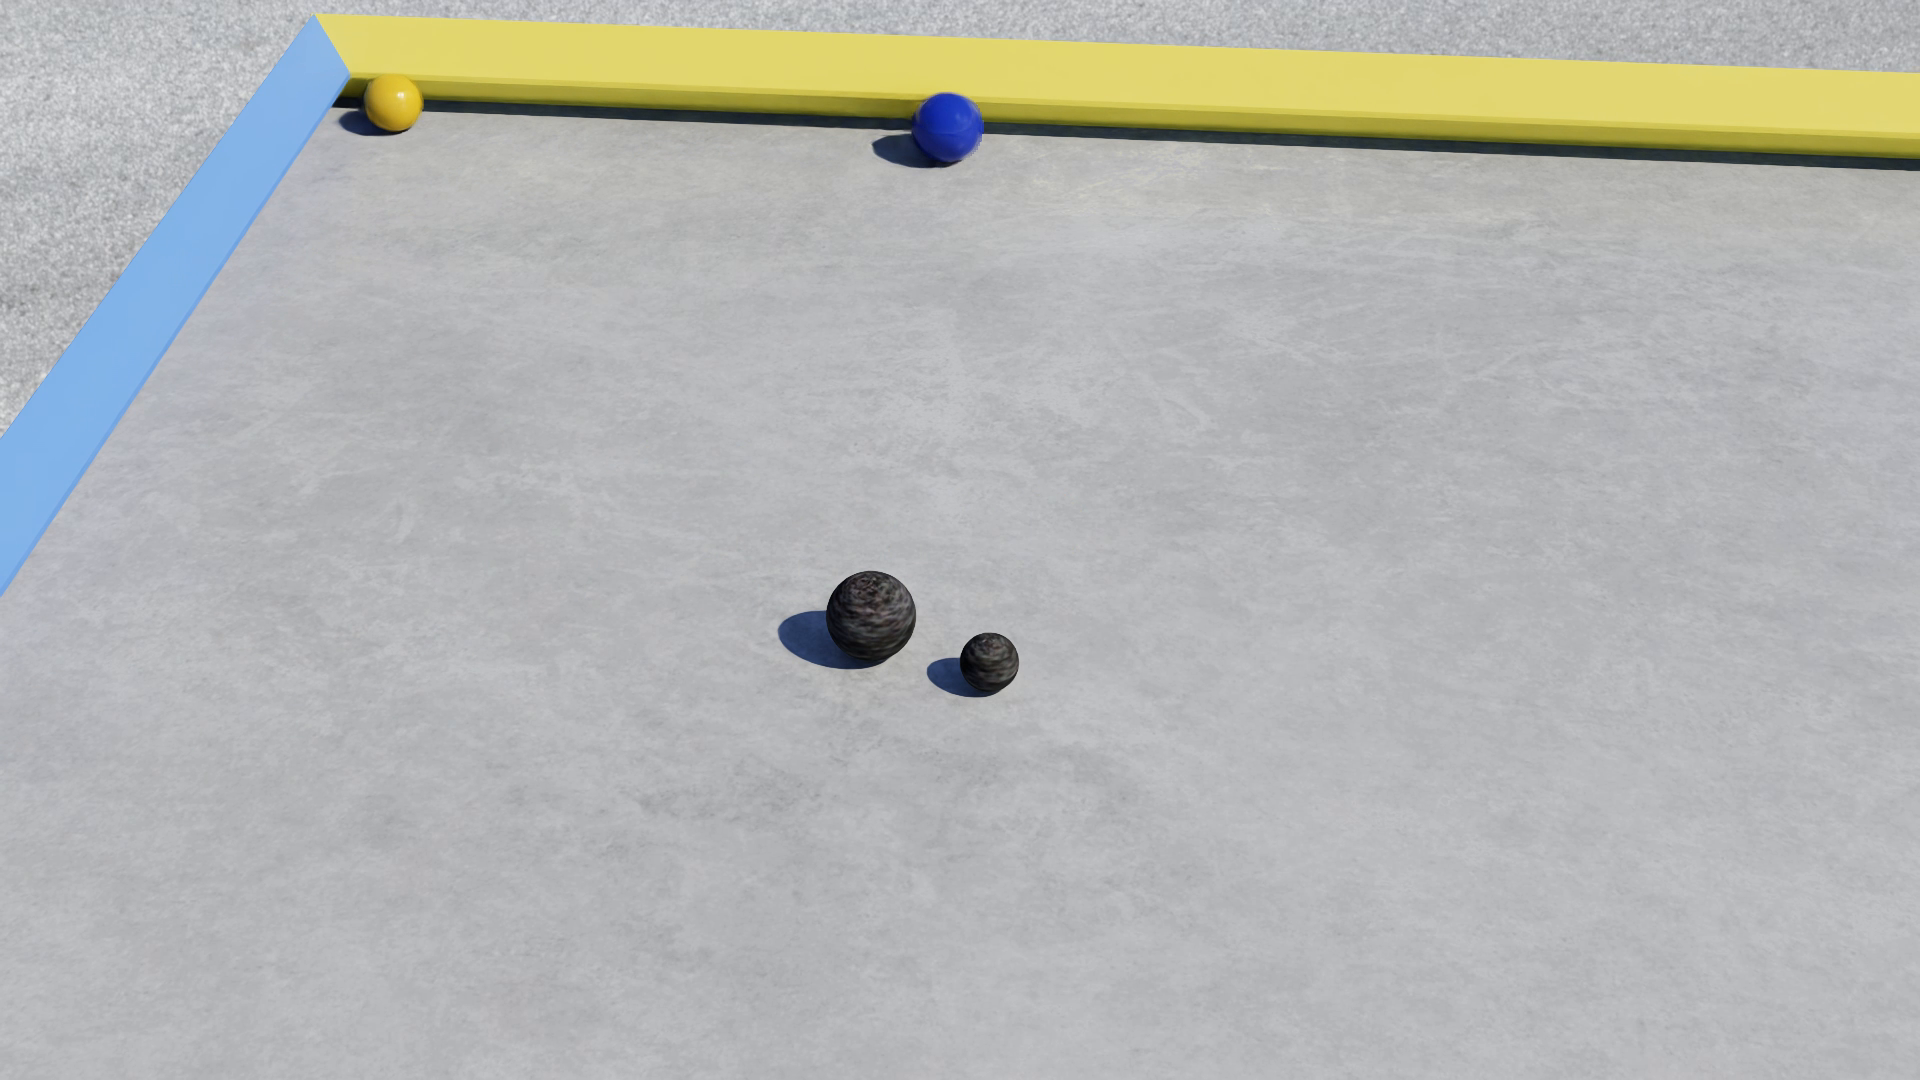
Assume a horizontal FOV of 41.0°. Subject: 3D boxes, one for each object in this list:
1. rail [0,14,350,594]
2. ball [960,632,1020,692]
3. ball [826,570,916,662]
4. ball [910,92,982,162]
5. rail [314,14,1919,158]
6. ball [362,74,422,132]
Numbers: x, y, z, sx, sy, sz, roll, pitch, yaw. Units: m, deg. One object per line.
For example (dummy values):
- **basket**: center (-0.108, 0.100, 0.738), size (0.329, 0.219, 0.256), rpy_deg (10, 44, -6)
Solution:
- **rail**: center (-0.695, -0.049, 1.962), size (0.045, 0.088, 1.550), rpy_deg (3, 35, 4)
- **ball**: center (0.021, 0.086, 1.810), size (0.042, 0.042, 0.042), rpy_deg (0, 35, 0)
- **ball**: center (-0.064, 0.054, 1.835), size (0.065, 0.065, 0.065), rpy_deg (0, 35, 0)
- **ball**: center (-0.014, -0.400, 2.484), size (0.068, 0.068, 0.068), rpy_deg (0, 35, 0)
- **rail**: center (0.787, -0.404, 2.470), size (2.888, 0.088, 0.045), rpy_deg (3, 35, 4)
- **ball**: center (-0.563, -0.433, 2.541), size (0.057, 0.057, 0.057), rpy_deg (0, 35, 0)
